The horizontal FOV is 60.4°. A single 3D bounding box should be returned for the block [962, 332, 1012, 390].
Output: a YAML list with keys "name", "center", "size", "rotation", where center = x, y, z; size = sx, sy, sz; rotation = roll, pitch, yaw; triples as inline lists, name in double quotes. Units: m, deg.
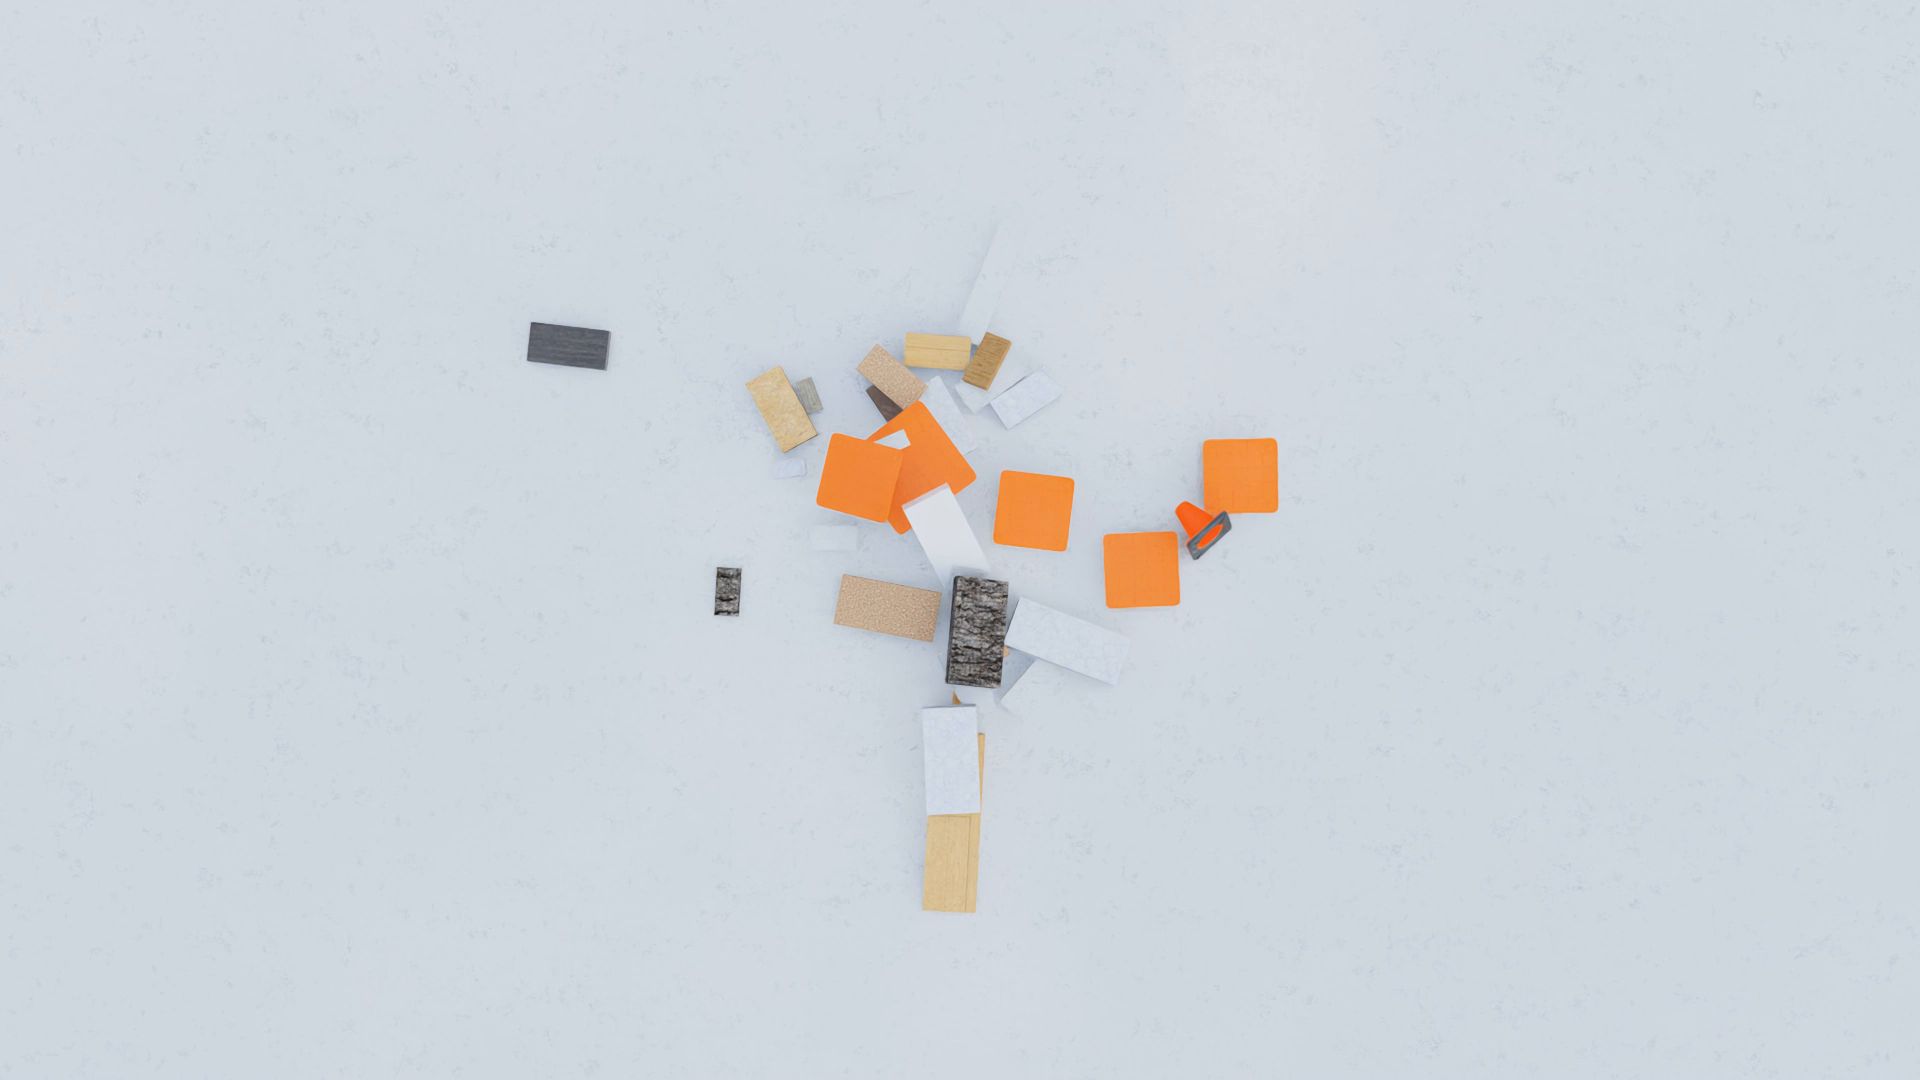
- name: "block"
  center: [0.090, -0.591, 5.457]
  size: [0.091, 0.026, 0.182]
  rotation: [23, 79, 19]

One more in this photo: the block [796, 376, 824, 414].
- name: "block"
  center: [-0.501, -0.480, 5.492]
  size: [0.057, 0.016, 0.114]
  rotation: [-21, 90, 0]

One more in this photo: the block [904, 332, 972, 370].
- name: "block"
  center: [-0.075, -0.626, 5.470]
  size: [0.217, 0.031, 0.108]
  rotation: [5, 106, 0]

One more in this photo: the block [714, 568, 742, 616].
- name: "block"
  center: [-0.772, 0.172, 5.489]
  size: [0.080, 0.023, 0.160]
  rotation: [3, 90, 0]

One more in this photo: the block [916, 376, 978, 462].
- name: "block"
  center: [-0.051, -0.402, 5.484]
  size: [0.111, 0.031, 0.272]
  rotation: [-30, 90, 0]

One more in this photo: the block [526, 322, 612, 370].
- name: "block"
  center: [-1.299, -0.643, 5.482]
  size: [0.261, 0.037, 0.131]
  rotation: [7, 90, 0]

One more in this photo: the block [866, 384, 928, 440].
- name: "block"
  center: [-0.209, -0.438, 5.485]
  size: [0.108, 0.031, 0.217]
  rotation: [-34, 90, 0]

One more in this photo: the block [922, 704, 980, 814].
- name: "block"
  center: [-0.028, 0.719, 5.410]
  size: [0.176, 0.050, 0.352]
  rotation: [-3, 95, 0]

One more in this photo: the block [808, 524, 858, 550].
- name: "block"
  center: [-0.421, -0.009, 5.489]
  size: [0.160, 0.023, 0.080]
  rotation: [2, 90, 0]

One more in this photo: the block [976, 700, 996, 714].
- name: "block"
  center: [0.071, 0.513, 5.460]
  size: [0.058, 0.016, 0.115]
  rotation: [-20, 91, -1]

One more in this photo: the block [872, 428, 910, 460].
- name: "block"
  center: [-0.225, -0.314, 5.394]
  size: [0.114, 0.016, 0.057]
  rotation: [-24, 89, 4]

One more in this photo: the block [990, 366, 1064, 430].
- name: "block"
  center: [0.220, -0.471, 5.484]
  size: [0.221, 0.031, 0.111]
  rotation: [-33, 90, 0]

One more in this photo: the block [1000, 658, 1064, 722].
- name: "block"
  center: [0.239, 0.491, 5.485]
  size: [0.104, 0.030, 0.209]
  rotation: [41, 90, 0]

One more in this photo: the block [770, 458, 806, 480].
- name: "block"
  center: [-0.571, -0.239, 5.492]
  size: [0.114, 0.016, 0.057]
  rotation: [-9, 90, 0]

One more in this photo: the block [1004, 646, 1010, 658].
- name: "block"
  center: [0.075, 0.308, 5.467]
  size: [0.104, 0.030, 0.209]
  rotation: [-25, 90, -22]

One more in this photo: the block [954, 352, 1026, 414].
- name: "block"
  center: [0.100, -0.526, 5.485]
  size: [0.217, 0.031, 0.108]
  rotation: [-36, 90, 0]

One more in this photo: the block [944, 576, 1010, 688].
- name: "block"
  center: [0.056, 0.303, 5.410]
  size: [0.176, 0.050, 0.352]
  rotation: [7, 81, -15]

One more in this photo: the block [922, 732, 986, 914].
- name: "block"
  center: [-0.020, 0.934, 5.475]
  size: [0.176, 0.050, 0.590]
  rotation: [3, 90, 0]

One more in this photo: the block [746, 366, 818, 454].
- name: "block"
  center: [-0.592, -0.434, 5.482]
  size: [0.131, 0.037, 0.261]
  rotation: [-29, 90, 0]

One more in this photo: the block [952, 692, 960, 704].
- name: "block"
  center: [0.006, 0.513, 5.492]
  size: [0.058, 0.016, 0.115]
  rotation: [7, 90, 0]

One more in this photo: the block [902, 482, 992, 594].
- name: "block"
  center: [-0.042, -0.005, 5.412]
  size: [0.167, 0.047, 0.334]
  rotation: [-27, 113, 0]

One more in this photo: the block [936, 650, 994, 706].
- name: "block"
  center: [0.017, 0.450, 5.436]
  size: [0.104, 0.030, 0.209]
  rotation: [-27, 91, -1]

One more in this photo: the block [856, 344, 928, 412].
- name: "block"
  center: [-0.225, -0.535, 5.453]
  size: [0.221, 0.031, 0.111]
  rotation: [40, 90, 0]

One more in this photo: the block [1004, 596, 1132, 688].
- name: "block"
  center: [0.353, 0.338, 5.460]
  size: [0.393, 0.047, 0.167]
  rotation: [21, 78, 0]

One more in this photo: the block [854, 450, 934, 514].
- name: "block"
  center: [-0.208, -0.176, 5.482]
  size: [0.261, 0.037, 0.131]
  rotation: [32, 90, 0]

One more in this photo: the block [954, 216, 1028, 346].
- name: "block"
  center: [0.104, -0.859, 5.487]
  size: [0.091, 0.026, 0.429]
  rotation: [22, 90, 0]

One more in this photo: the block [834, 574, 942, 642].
- name: "block"
  center: [-0.239, 0.227, 5.476]
  size: [0.334, 0.047, 0.167]
  rotation: [11, 90, 0]

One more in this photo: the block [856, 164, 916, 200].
- name: "block"
  center: [-0.247, -1.192, 5.487]
  size: [0.182, 0.026, 0.091]
  rotation: [-10, 90, 0]
